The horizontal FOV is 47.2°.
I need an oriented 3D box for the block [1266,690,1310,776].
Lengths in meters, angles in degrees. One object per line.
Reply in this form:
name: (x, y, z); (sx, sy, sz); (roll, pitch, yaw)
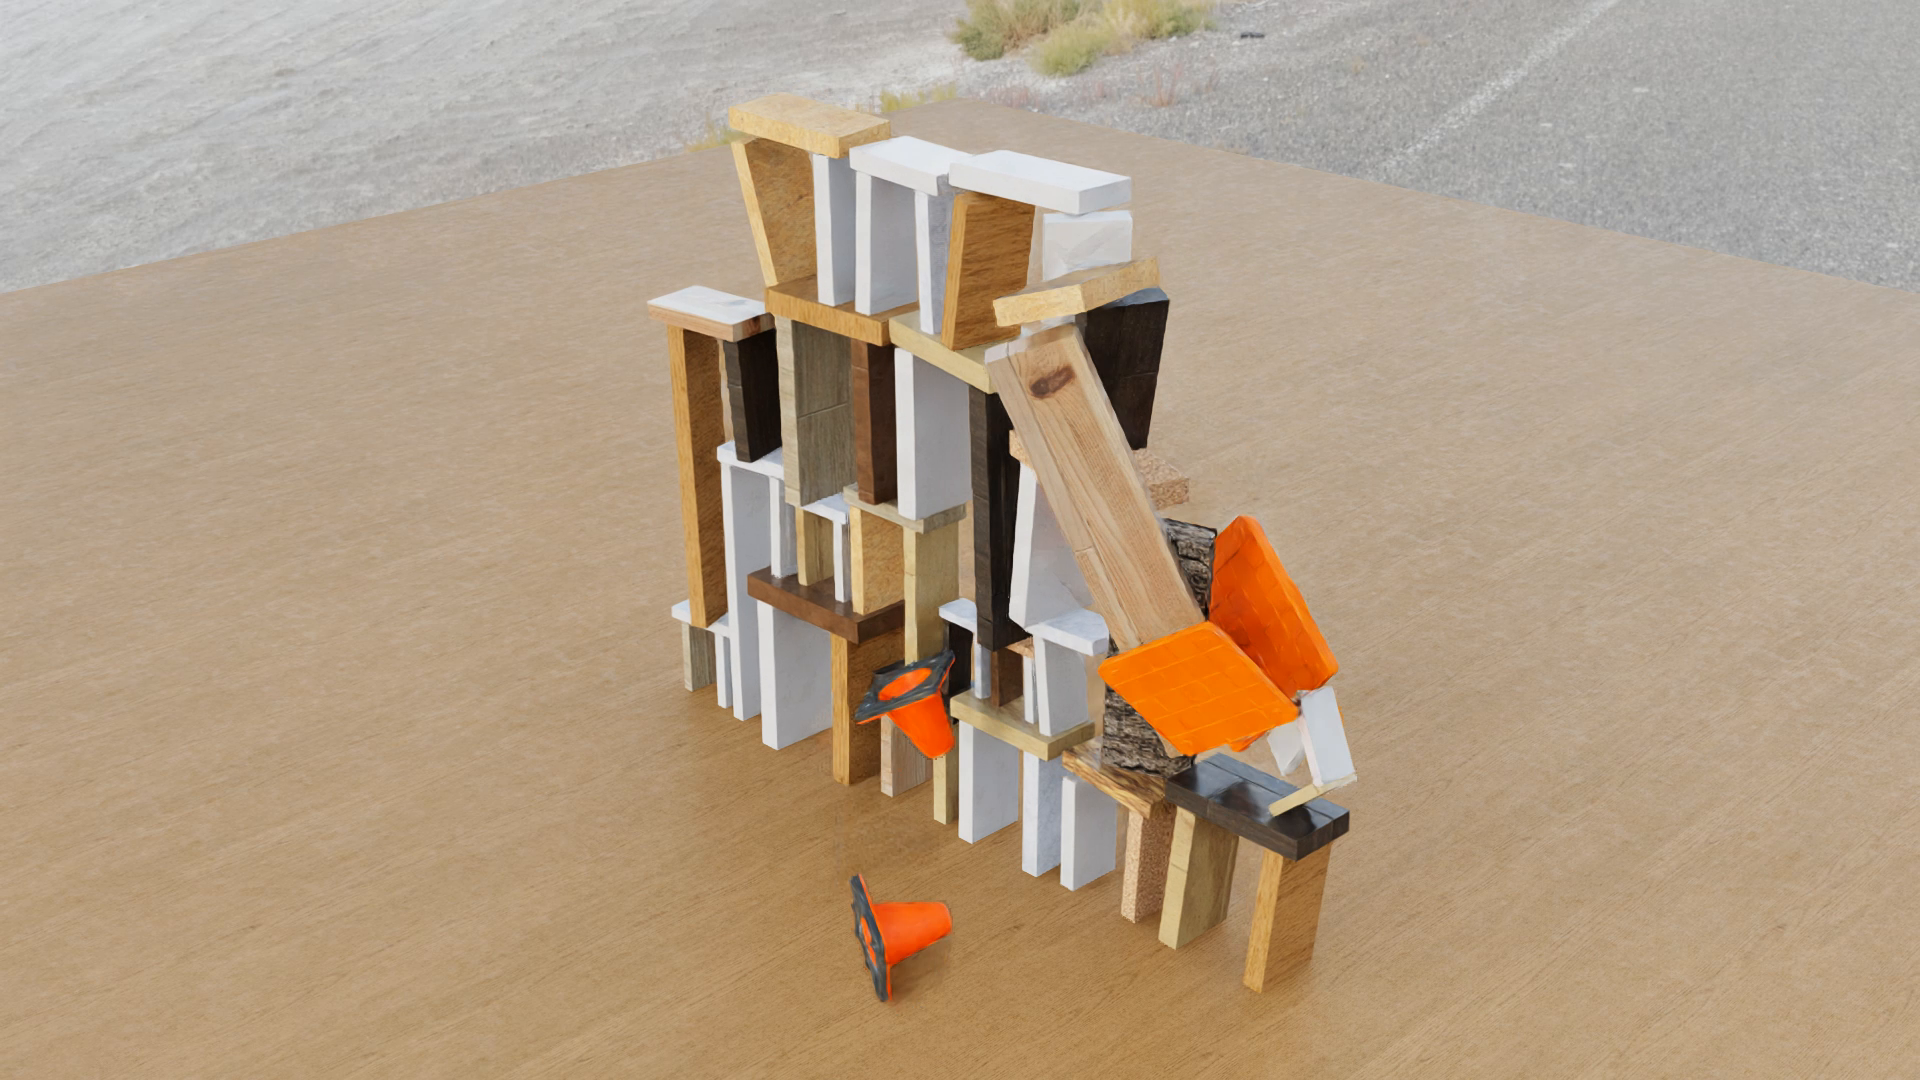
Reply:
block: (0.572, 0.329, 3.753); (0.021, 0.150, 0.075); (-5, 54, -21)

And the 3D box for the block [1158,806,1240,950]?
block: (0.440, 0.589, 3.995); (0.146, 0.292, 0.041); (-21, 37, -40)

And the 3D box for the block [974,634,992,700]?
block: (0.060, 0.237, 4.265); (0.067, 0.134, 0.019); (-18, 27, -36)

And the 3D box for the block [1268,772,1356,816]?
block: (0.598, 0.429, 3.739); (0.075, 0.021, 0.150); (-17, -14, -35)

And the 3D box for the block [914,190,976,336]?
block: (-0.011, -0.515, 3.990); (0.132, 0.264, 0.037); (-19, 30, -31)

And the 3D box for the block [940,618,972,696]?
block: (-0.006, 0.220, 4.344); (0.019, 0.166, 0.067); (22, 31, 37)

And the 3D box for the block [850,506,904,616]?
block: (-0.165, 0.026, 4.414); (0.115, 0.230, 0.033); (-22, 31, -40)

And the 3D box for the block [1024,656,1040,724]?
block: (0.154, 0.272, 4.171); (0.070, 0.140, 0.020); (-25, 33, -39)

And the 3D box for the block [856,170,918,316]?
block: (-0.135, -0.568, 4.128); (0.037, 0.271, 0.132); (23, 32, 38)

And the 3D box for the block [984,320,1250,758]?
block: (0.274, 0.023, 3.638); (0.149, 0.867, 0.042); (-17, 33, 16)

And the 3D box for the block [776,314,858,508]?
block: (-0.283, -0.276, 4.412); (0.046, 0.393, 0.164); (20, 30, 41)

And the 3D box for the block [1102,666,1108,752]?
block: (0.299, 0.278, 4.083); (0.028, 0.234, 0.100); (14, 36, 19)

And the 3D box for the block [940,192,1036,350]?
block: (0.050, -0.481, 3.881); (0.144, 0.287, 0.041); (-15, 40, -28)

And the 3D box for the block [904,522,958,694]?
block: (-0.056, 0.124, 4.337); (0.115, 0.350, 0.033); (-21, 31, -40)

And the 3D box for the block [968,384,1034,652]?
block: (0.104, -0.059, 4.052); (0.167, 0.525, 0.047); (-21, 31, -33)

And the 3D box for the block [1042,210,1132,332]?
block: (0.212, -0.358, 3.751); (0.144, 0.416, 0.041); (-3, 31, -4)

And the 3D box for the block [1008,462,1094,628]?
block: (0.179, -0.010, 4.002); (0.164, 0.328, 0.047); (-18, 37, -31)

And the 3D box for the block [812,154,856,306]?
block: (-0.208, -0.603, 4.190); (0.041, 0.287, 0.144); (19, 30, 40)

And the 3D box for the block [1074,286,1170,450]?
block: (0.258, -0.279, 3.719); (0.149, 0.299, 0.042); (-10, 39, -20)

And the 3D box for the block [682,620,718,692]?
block: (-0.581, 0.244, 4.958); (0.025, 0.177, 0.089); (22, 31, 40)

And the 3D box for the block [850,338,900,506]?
block: (-0.127, -0.246, 4.256); (0.164, 0.328, 0.046); (-21, 29, -39)

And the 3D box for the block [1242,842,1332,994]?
block: (0.578, 0.642, 3.870); (0.146, 0.292, 0.041); (-21, 37, -41)

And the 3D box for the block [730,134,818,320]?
block: (-0.313, -0.501, 4.417); (0.144, 0.675, 0.041); (-32, 33, -32)

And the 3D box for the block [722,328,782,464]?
block: (-0.416, -0.304, 4.500); (0.037, 0.264, 0.132); (12, 29, 32)

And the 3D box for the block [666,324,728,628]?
block: (-0.550, -0.151, 4.706); (0.037, 0.696, 0.132); (10, 27, 23)

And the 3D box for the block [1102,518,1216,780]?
block: (0.346, 0.198, 3.864); (0.164, 0.591, 0.047); (13, 44, 14)

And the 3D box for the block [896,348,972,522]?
block: (-0.043, -0.219, 4.186); (0.167, 0.334, 0.047); (-22, 31, -40)

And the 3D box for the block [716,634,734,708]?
block: (-0.499, 0.276, 4.883); (0.025, 0.177, 0.089); (19, 29, 37)

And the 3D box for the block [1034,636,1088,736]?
block: (0.190, 0.258, 4.128); (0.100, 0.200, 0.028); (-18, 23, -37)

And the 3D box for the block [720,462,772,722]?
block: (-0.451, 0.100, 4.752); (0.031, 0.604, 0.108); (21, 31, 41)

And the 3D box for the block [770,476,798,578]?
block: (-0.341, -0.038, 4.579); (0.108, 0.217, 0.031); (-17, 29, -37)

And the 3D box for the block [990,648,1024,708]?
block: (0.091, 0.246, 4.233); (0.070, 0.140, 0.020); (-24, 33, -39)
